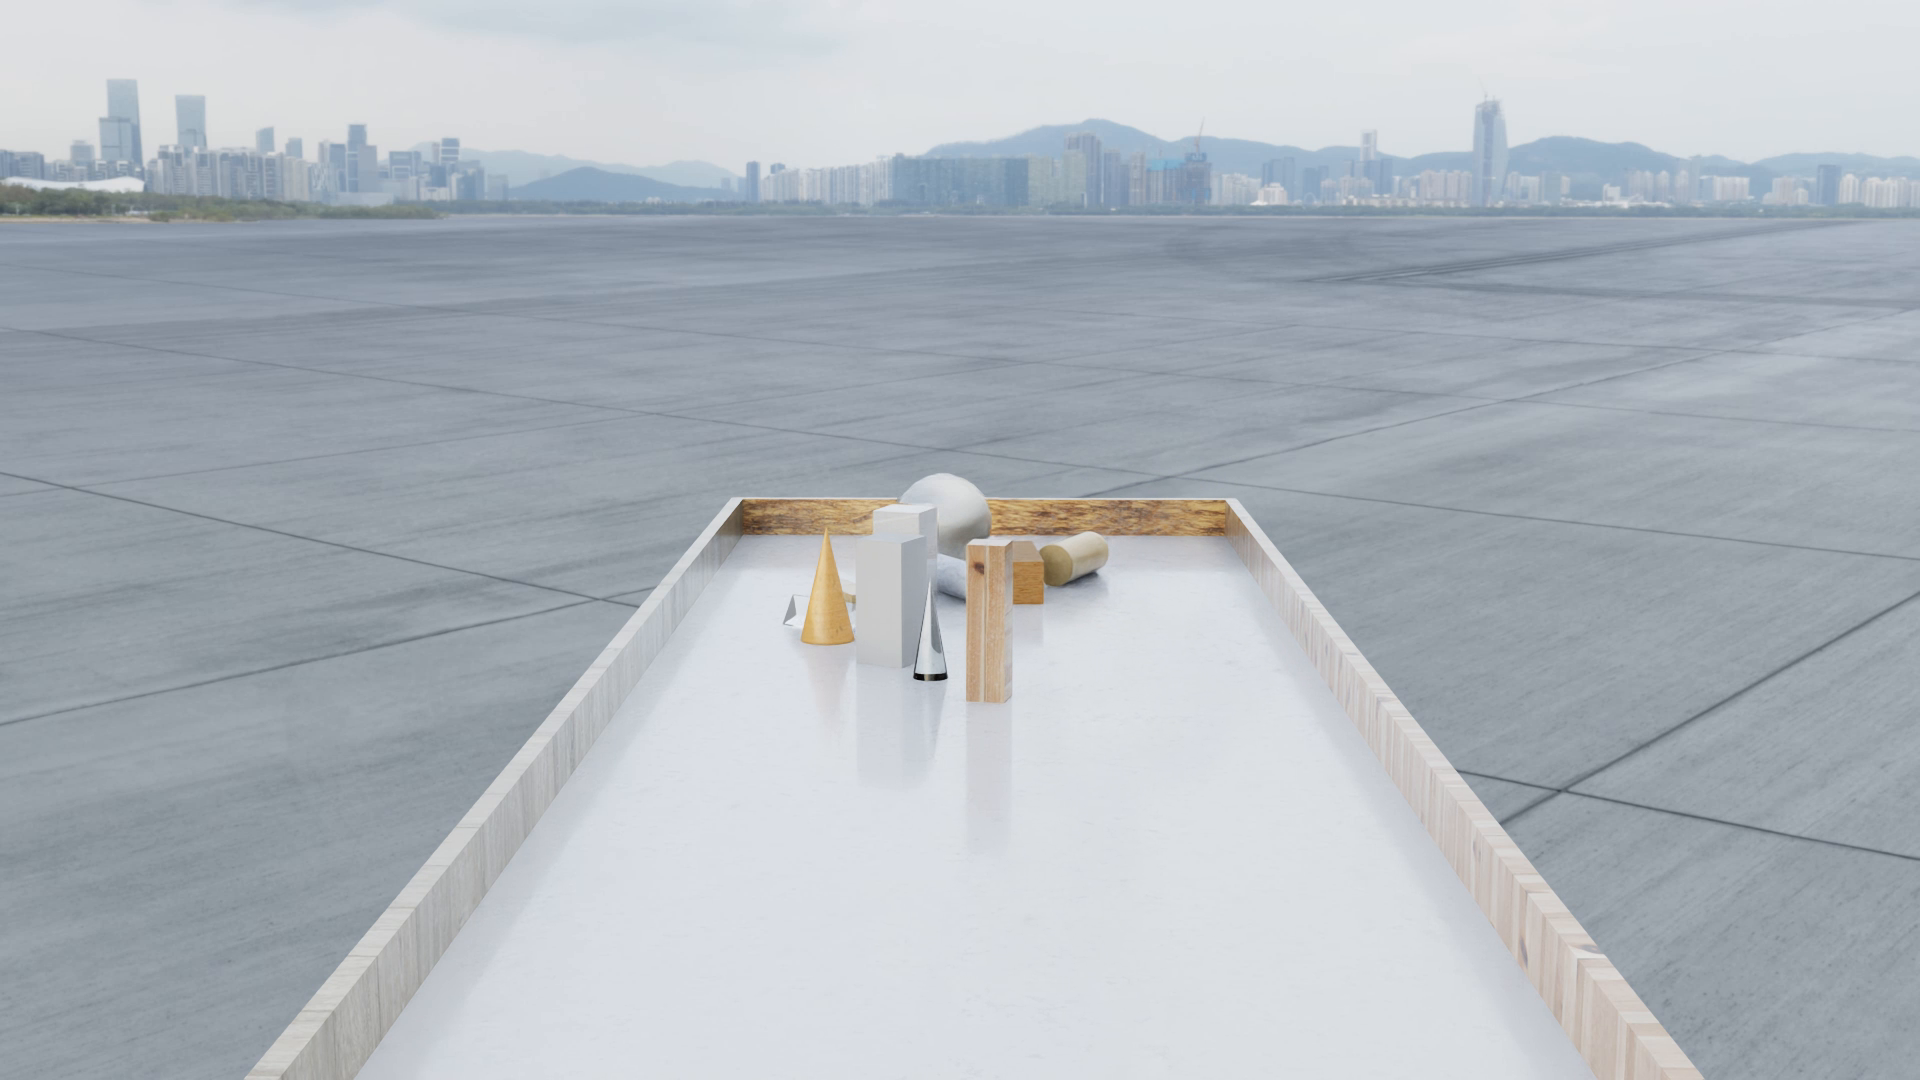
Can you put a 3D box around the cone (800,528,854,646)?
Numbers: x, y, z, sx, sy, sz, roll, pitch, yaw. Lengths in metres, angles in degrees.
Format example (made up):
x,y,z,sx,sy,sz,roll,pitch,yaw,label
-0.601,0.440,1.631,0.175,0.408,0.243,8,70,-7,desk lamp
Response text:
x,y,z,sx,sy,sz,roll,pitch,yaw,label
-0.422,0.138,6.973,0.174,0.365,0.174,0,9,0,cone

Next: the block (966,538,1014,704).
x,y,z,sx,sy,sz,roll,pitch,yaw,label
0.083,0.226,6.164,0.110,0.445,0.110,2,9,13,block

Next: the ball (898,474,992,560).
x,y,z,sx,sy,sz,roll,pitch,yaw,label
-0.064,-0.068,8.278,0.363,0.363,0.363,0,9,0,ball

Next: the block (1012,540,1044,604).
x,y,z,sx,sy,sz,roll,pitch,yaw,label
0.201,0.113,7.821,0.149,0.149,0.458,-1,9,-3,block

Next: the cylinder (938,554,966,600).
x,y,z,sx,sy,sz,roll,pitch,yaw,label
0.002,0.137,7.732,0.130,0.130,0.331,-5,10,-28,cylinder

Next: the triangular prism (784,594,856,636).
x,y,z,sx,sy,sz,roll,pitch,yaw,label
-0.395,0.244,7.162,0.393,0.092,0.106,7,12,37,triangular prism

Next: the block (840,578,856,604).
x,y,z,sx,sy,sz,roll,pitch,yaw,label
-0.380,0.206,7.389,0.101,0.101,0.308,-5,10,-27,block

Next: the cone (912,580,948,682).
x,y,z,sx,sy,sz,roll,pitch,yaw,label
-0.087,0.254,6.439,0.105,0.302,0.105,0,9,0,cone

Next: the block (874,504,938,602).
x,y,z,sx,sy,sz,roll,pitch,yaw,label
-0.188,0.056,7.598,0.169,0.332,0.169,3,10,21,block

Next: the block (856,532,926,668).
x,y,z,sx,sy,sz,roll,pitch,yaw,label
-0.207,0.180,6.656,0.158,0.381,0.158,5,10,27,block

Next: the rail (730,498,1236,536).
x,y,z,sx,sy,sz,roll,pitch,yaw,label
0.099,-0.098,9.147,2.100,0.150,0.050,0,9,1,rail

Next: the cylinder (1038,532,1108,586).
x,y,z,sx,sy,sz,roll,pitch,yaw,label
0.412,0.068,8.097,0.152,0.152,0.356,4,10,25,cylinder

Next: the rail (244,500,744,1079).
x,y,z,sx,sy,sz,roll,pitch,yaw,label
-1.004,0.839,3.234,0.050,0.150,12.000,0,9,1,rail

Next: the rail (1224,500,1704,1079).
x,y,z,sx,sy,sz,roll,pitch,yaw,label
1.046,0.843,3.208,0.050,0.150,12.000,0,9,1,rail
